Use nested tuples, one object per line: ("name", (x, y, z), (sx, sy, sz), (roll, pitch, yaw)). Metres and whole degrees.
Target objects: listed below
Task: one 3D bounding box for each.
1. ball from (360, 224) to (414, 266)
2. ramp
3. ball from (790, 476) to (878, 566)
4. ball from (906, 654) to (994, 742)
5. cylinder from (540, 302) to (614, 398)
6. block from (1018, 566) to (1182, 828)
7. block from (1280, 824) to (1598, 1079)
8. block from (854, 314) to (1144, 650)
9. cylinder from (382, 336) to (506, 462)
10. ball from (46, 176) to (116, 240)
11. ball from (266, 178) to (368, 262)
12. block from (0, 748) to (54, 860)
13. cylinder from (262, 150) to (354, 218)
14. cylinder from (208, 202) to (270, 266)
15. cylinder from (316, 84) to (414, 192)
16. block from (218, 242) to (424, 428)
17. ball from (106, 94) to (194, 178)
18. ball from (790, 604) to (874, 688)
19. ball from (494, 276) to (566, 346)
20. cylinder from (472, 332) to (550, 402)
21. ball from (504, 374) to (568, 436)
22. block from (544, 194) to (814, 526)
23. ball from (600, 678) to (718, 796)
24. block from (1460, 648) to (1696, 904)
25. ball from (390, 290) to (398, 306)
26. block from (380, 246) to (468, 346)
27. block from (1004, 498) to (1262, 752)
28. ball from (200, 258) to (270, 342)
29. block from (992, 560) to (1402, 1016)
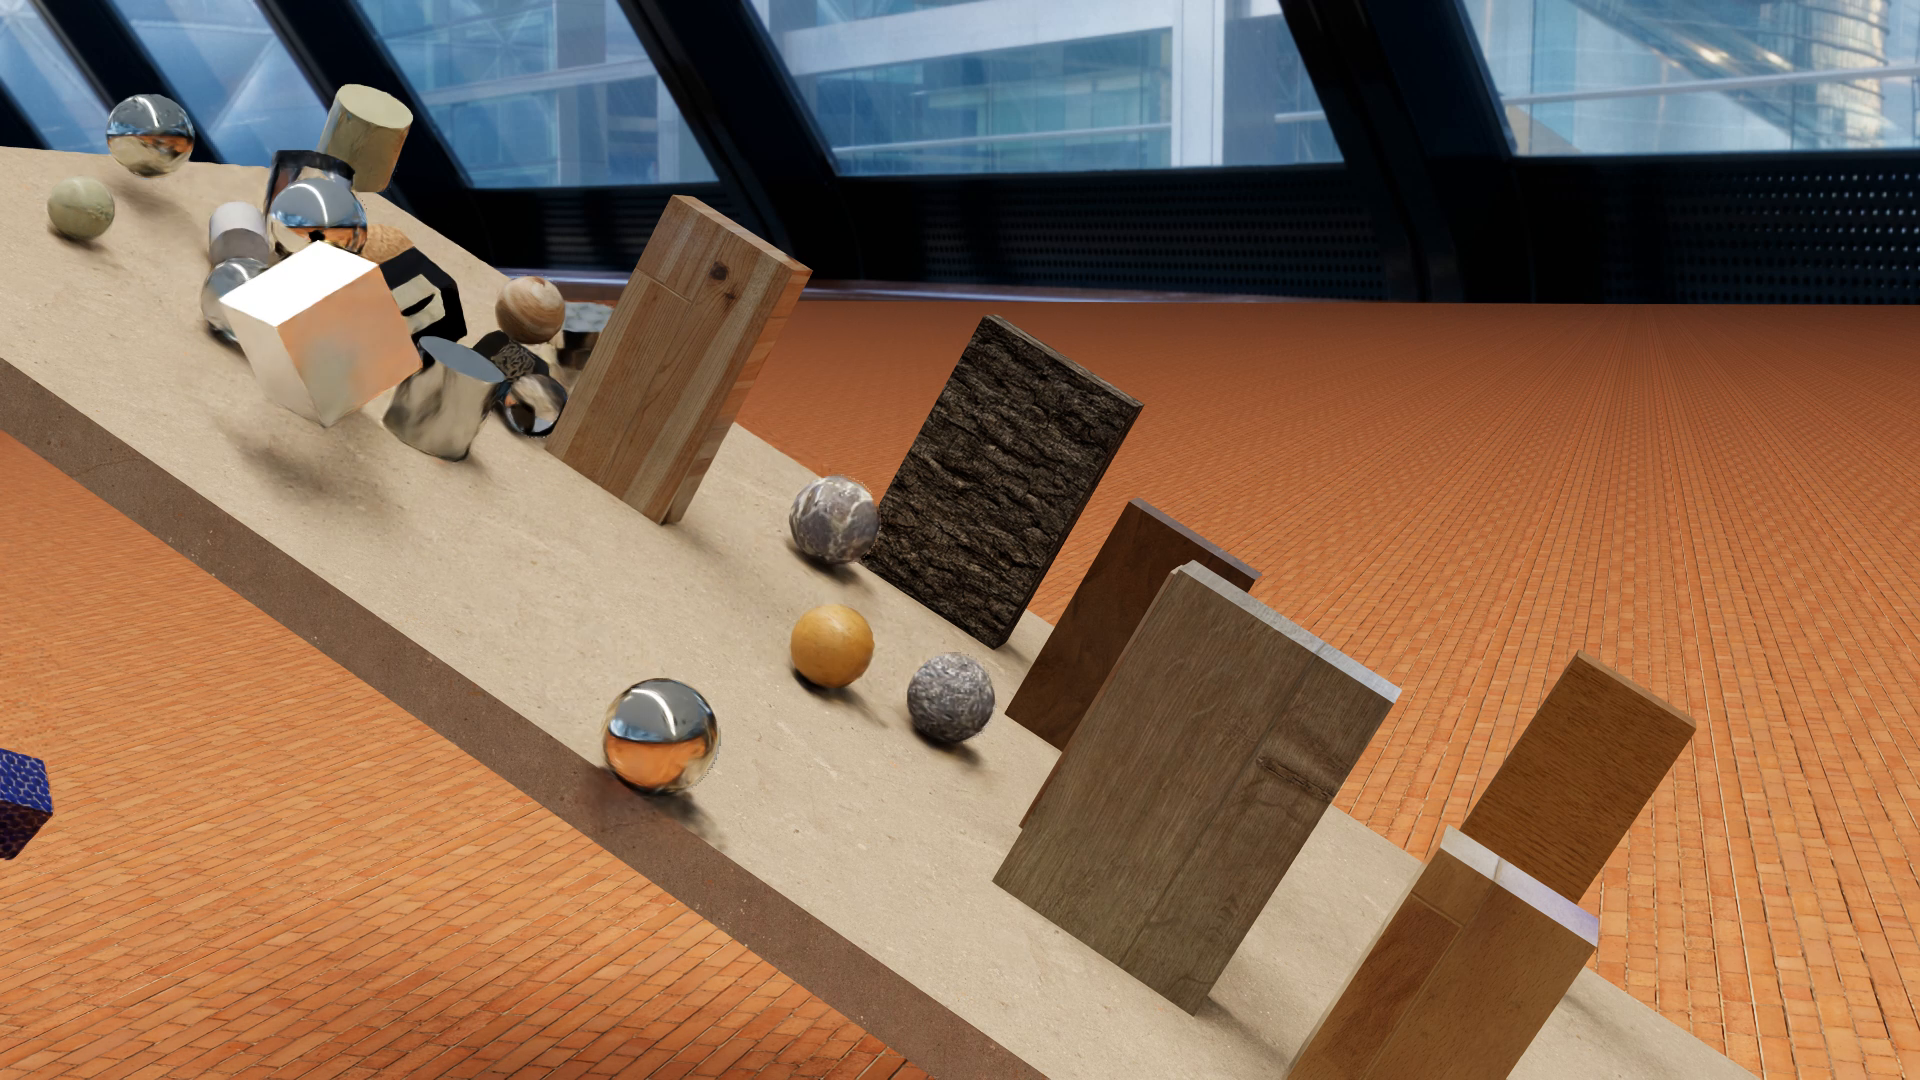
("ball", (-1.173, -0.561, 4.447), (0.154, 0.154, 0.154), (0, 7, 0))
("ramp", (-0.184, 0.303, 4.128), (4.000, 0.100, 2.000), (33, 15, 11))
("ball", (-0.261, -0.040, 4.566), (0.185, 0.185, 0.185), (0, 7, 0))
("ball", (-0.017, 0.287, 3.981), (0.160, 0.160, 0.160), (0, 7, 0))
("cylinder", (-0.795, -0.388, 4.622), (0.174, 0.174, 0.174), (5, 26, -2))
("block", (0.361, 0.346, 3.768), (0.292, 0.527, 0.093), (33, 15, 11))
("block", (0.663, 0.702, 3.156), (0.247, 0.521, 0.137), (33, 15, 11))
("block", (0.075, -0.123, 4.659), (0.371, 0.599, 0.103), (33, 15, 11))
("cylinder", (-0.946, -0.259, 4.026), (0.167, 0.167, 0.167), (28, 15, -8))
("ball", (-1.610, -0.608, 4.029), (0.117, 0.117, 0.117), (0, 7, 0))
("ball", (-1.160, -0.564, 3.971), (0.176, 0.176, 0.176), (0, 7, 0))
("block", (-2.338, 0.633, 5.324), (0.178, 0.178, 0.178), (28, 23, -46))
("cylinder", (-1.335, -0.689, 4.496), (0.165, 0.165, 0.165), (5, -12, 1))
("cylinder", (-1.413, -0.588, 4.310), (0.111, 0.111, 0.111), (-2, 36, -19))
("cylinder", (-1.288, -0.866, 4.745), (0.166, 0.166, 0.166), (23, 30, -14))
("block", (-1.031, -0.333, 3.552), (0.194, 0.194, 0.194), (-39, 40, -28))
("ball", (-1.632, -0.815, 4.434), (0.169, 0.169, 0.169), (0, 7, 0))
("ball", (-0.228, 0.189, 3.924), (0.151, 0.151, 0.151), (0, 7, 0))
("ball", (-0.868, -0.464, 4.446), (0.141, 0.141, 0.141), (0, 7, 0))
("cylinder", (-0.907, -0.339, 4.412), (0.117, 0.117, 0.117), (5, -21, 37))
("ball", (-0.837, -0.266, 4.345), (0.125, 0.125, 0.125), (0, 7, 0))
("block", (-0.551, -0.348, 4.278), (0.287, 0.569, 0.099), (33, 15, 11))
("ball", (-0.433, 0.283, 3.173), (0.169, 0.169, 0.169), (0, 7, 0))
("block", (1.210, 0.559, 4.491), (0.267, 0.621, 0.098), (33, 15, 11))
("ball", (-1.078, -0.392, 3.866), (0.179, 0.179, 0.179), (0, 7, 0))
("block", (-1.090, -0.462, 4.368), (0.143, 0.143, 0.143), (-35, 57, -27))
("block", (0.334, 0.203, 4.266), (0.284, 0.493, 0.085), (33, 15, 11))
("ball", (-1.295, -0.434, 3.976), (0.152, 0.152, 0.152), (0, 7, 0))
("block", (0.370, 0.392, 3.484), (0.384, 0.600, 0.115), (33, 15, 11))
